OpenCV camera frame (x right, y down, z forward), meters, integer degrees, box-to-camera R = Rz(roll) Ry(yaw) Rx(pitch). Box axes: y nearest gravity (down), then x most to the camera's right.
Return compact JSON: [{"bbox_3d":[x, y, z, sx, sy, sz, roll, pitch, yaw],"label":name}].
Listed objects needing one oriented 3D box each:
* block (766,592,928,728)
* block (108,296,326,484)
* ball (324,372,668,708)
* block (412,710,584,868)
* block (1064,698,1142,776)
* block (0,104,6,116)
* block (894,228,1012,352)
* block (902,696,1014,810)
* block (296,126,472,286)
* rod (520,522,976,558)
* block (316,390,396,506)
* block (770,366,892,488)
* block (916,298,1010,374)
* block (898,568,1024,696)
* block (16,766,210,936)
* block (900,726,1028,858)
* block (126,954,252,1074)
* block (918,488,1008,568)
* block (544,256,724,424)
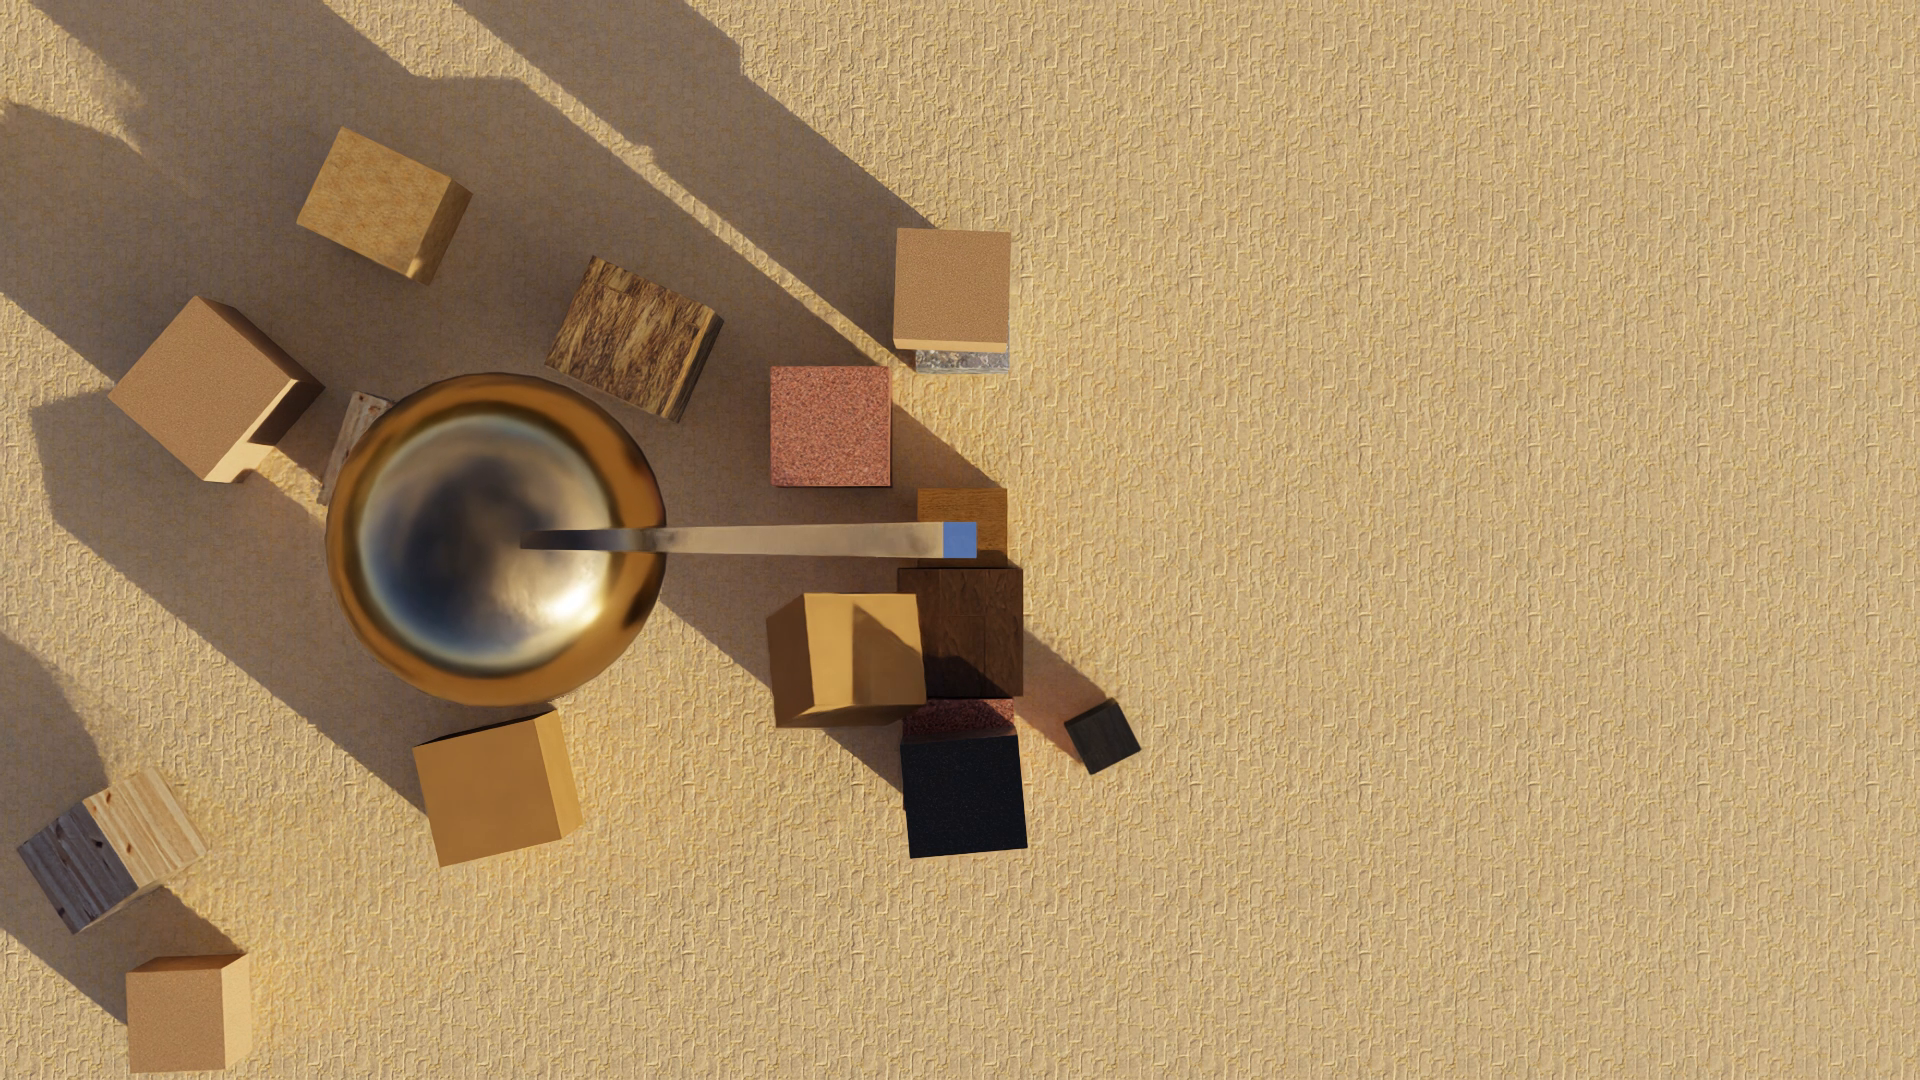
[{"bbox_3d":[-0.634,0.673,12.224,0.674,0.558,0.627,1,73,-27],"label":"block"},{"bbox_3d":[-4.267,-0.854,12.666,0.717,0.668,0.756,41,90,0],"label":"block"},{"bbox_3d":[-2.193,0.000,10.459,1.600,1.600,1.600,0,90,0],"label":"ball"},{"bbox_3d":[-2.642,1.415,12.642,0.700,0.717,0.689,-13,90,0],"label":"block"},{"bbox_3d":[0.827,1.144,12.807,0.331,0.382,0.308,-27,89,0],"label":"block"},{"bbox_3d":[-5.948,-2.591,12.766,0.460,0.458,0.441,-34,90,-1],"label":"block"},{"bbox_3d":[-0.042,-1.381,12.240,0.620,0.609,0.603,2,90,0],"label":"block"},{"bbox_3d":[-0.008,1.207,12.675,0.626,0.649,0.622,0,90,0],"label":"block"},{"bbox_3d":[-3.319,-1.921,12.723,0.690,0.554,0.608,26,90,0],"label":"block"},{"bbox_3d":[-0.950,0.000,7.294,0.080,5.200,0.080,0,90,-21],"label":"rod"},{"bbox_3d":[-3.188,-0.415,12.676,0.685,0.648,0.669,19,90,0],"label":"block"},{"bbox_3d":[-0.731,-0.642,12.676,0.664,0.648,0.668,0,90,0],"label":"block"},{"bbox_3d":[0.015,-1.250,12.772,0.534,0.456,0.536,0,90,0],"label":"block"},{"bbox_3d":[0.001,0.524,12.719,0.715,0.562,0.721,0,90,0],"label":"block"},{"bbox_3d":[-4.840,1.773,12.596,0.593,0.632,0.584,-33,90,22],"label":"block"},{"bbox_3d":[0.021,1.375,12.062,0.635,0.578,0.610,-5,90,0],"label":"block"},{"bbox_3d":[-4.468,2.742,12.763,0.547,0.474,0.574,-2,90,0],"label":"block"},{"bbox_3d":[0.014,-0.069,12.740,0.512,0.520,0.447,0,90,0],"label":"block"},{"bbox_3d":[-1.853,-1.136,12.612,0.711,0.776,0.665,24,90,0],"label":"block"}]
